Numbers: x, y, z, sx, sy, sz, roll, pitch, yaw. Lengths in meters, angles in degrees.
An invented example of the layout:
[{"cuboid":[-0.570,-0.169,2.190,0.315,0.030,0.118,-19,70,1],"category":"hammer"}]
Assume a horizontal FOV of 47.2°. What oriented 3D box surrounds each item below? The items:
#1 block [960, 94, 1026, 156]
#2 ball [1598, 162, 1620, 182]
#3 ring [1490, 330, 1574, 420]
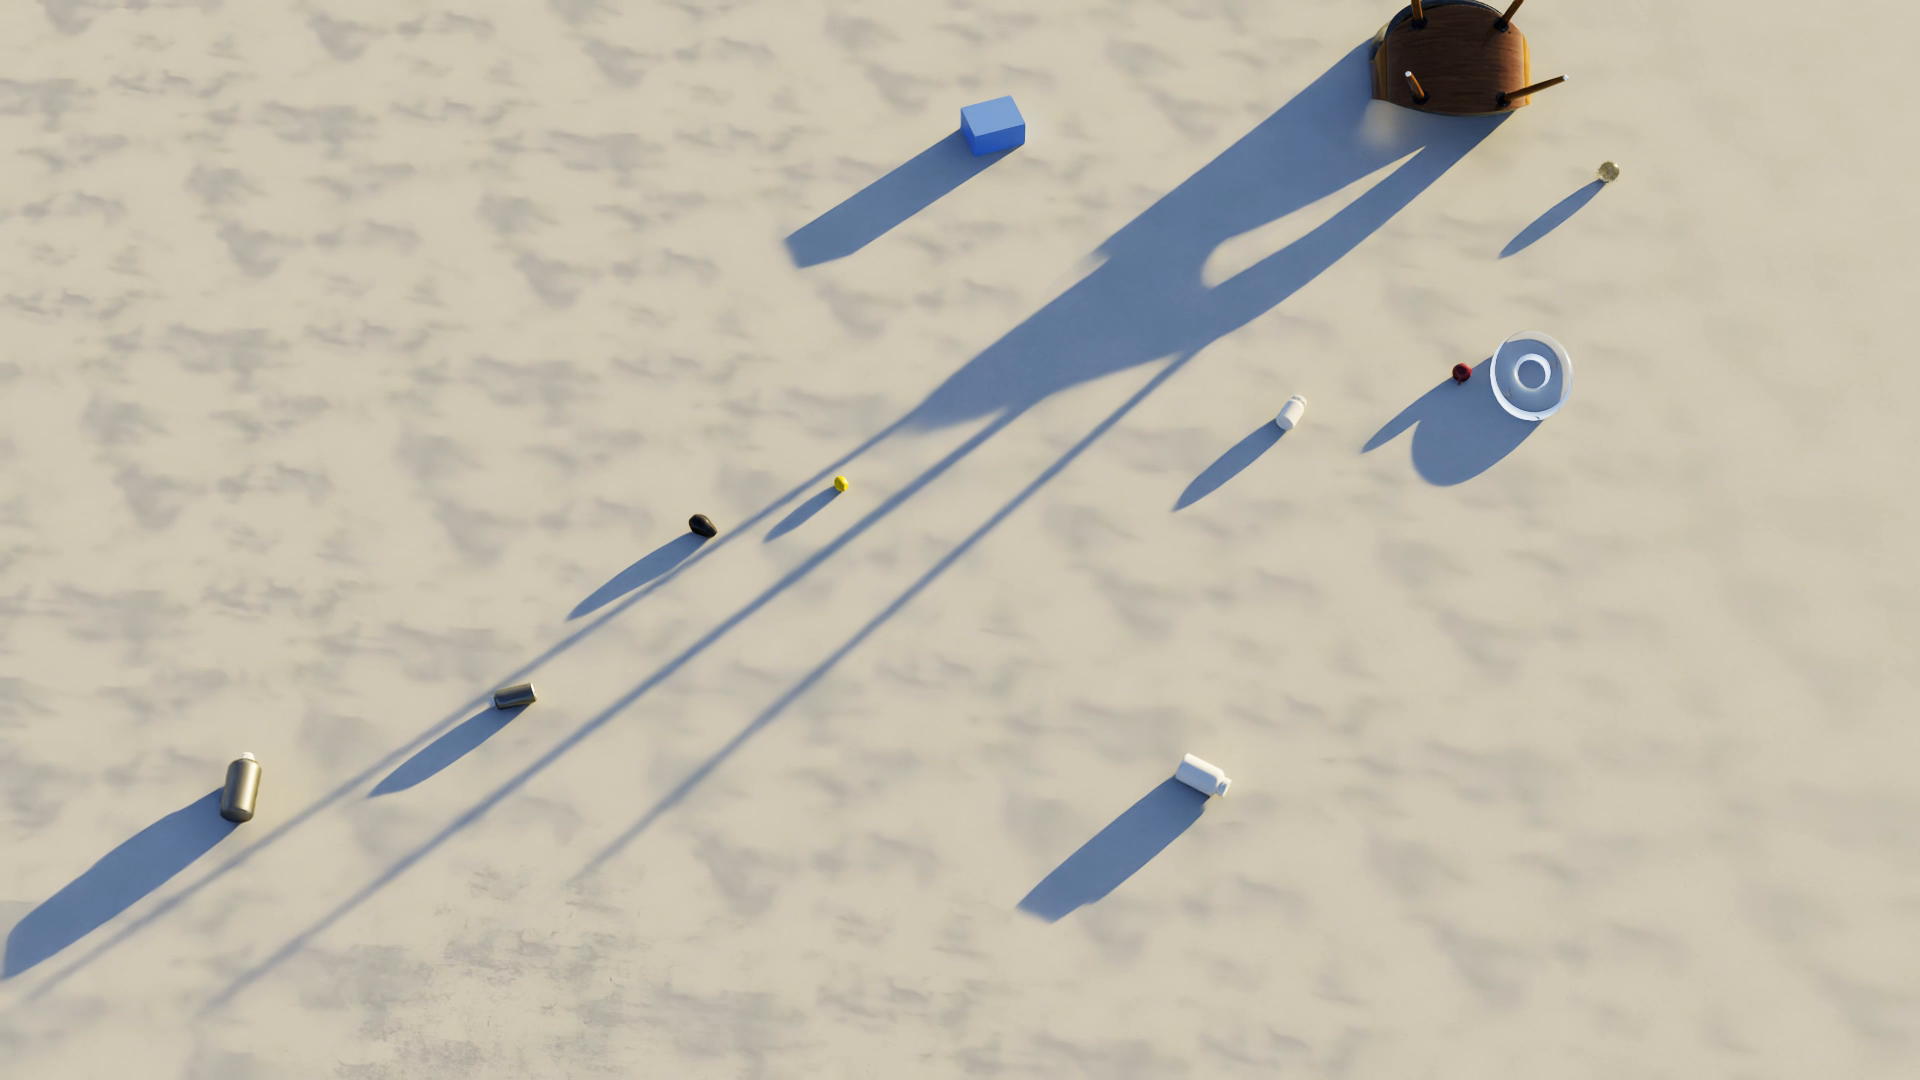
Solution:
[{"cuboid":[0.112,-1.405,7.459,0.181,0.096,0.143,-16,58,-11],"category":"block"},{"cuboid":[2.172,-1.233,7.361,0.067,0.067,0.067,0,56,0],"category":"ball"},{"cuboid":[1.792,-0.519,6.890,0.258,0.053,0.363,11,56,8],"category":"ring"}]
